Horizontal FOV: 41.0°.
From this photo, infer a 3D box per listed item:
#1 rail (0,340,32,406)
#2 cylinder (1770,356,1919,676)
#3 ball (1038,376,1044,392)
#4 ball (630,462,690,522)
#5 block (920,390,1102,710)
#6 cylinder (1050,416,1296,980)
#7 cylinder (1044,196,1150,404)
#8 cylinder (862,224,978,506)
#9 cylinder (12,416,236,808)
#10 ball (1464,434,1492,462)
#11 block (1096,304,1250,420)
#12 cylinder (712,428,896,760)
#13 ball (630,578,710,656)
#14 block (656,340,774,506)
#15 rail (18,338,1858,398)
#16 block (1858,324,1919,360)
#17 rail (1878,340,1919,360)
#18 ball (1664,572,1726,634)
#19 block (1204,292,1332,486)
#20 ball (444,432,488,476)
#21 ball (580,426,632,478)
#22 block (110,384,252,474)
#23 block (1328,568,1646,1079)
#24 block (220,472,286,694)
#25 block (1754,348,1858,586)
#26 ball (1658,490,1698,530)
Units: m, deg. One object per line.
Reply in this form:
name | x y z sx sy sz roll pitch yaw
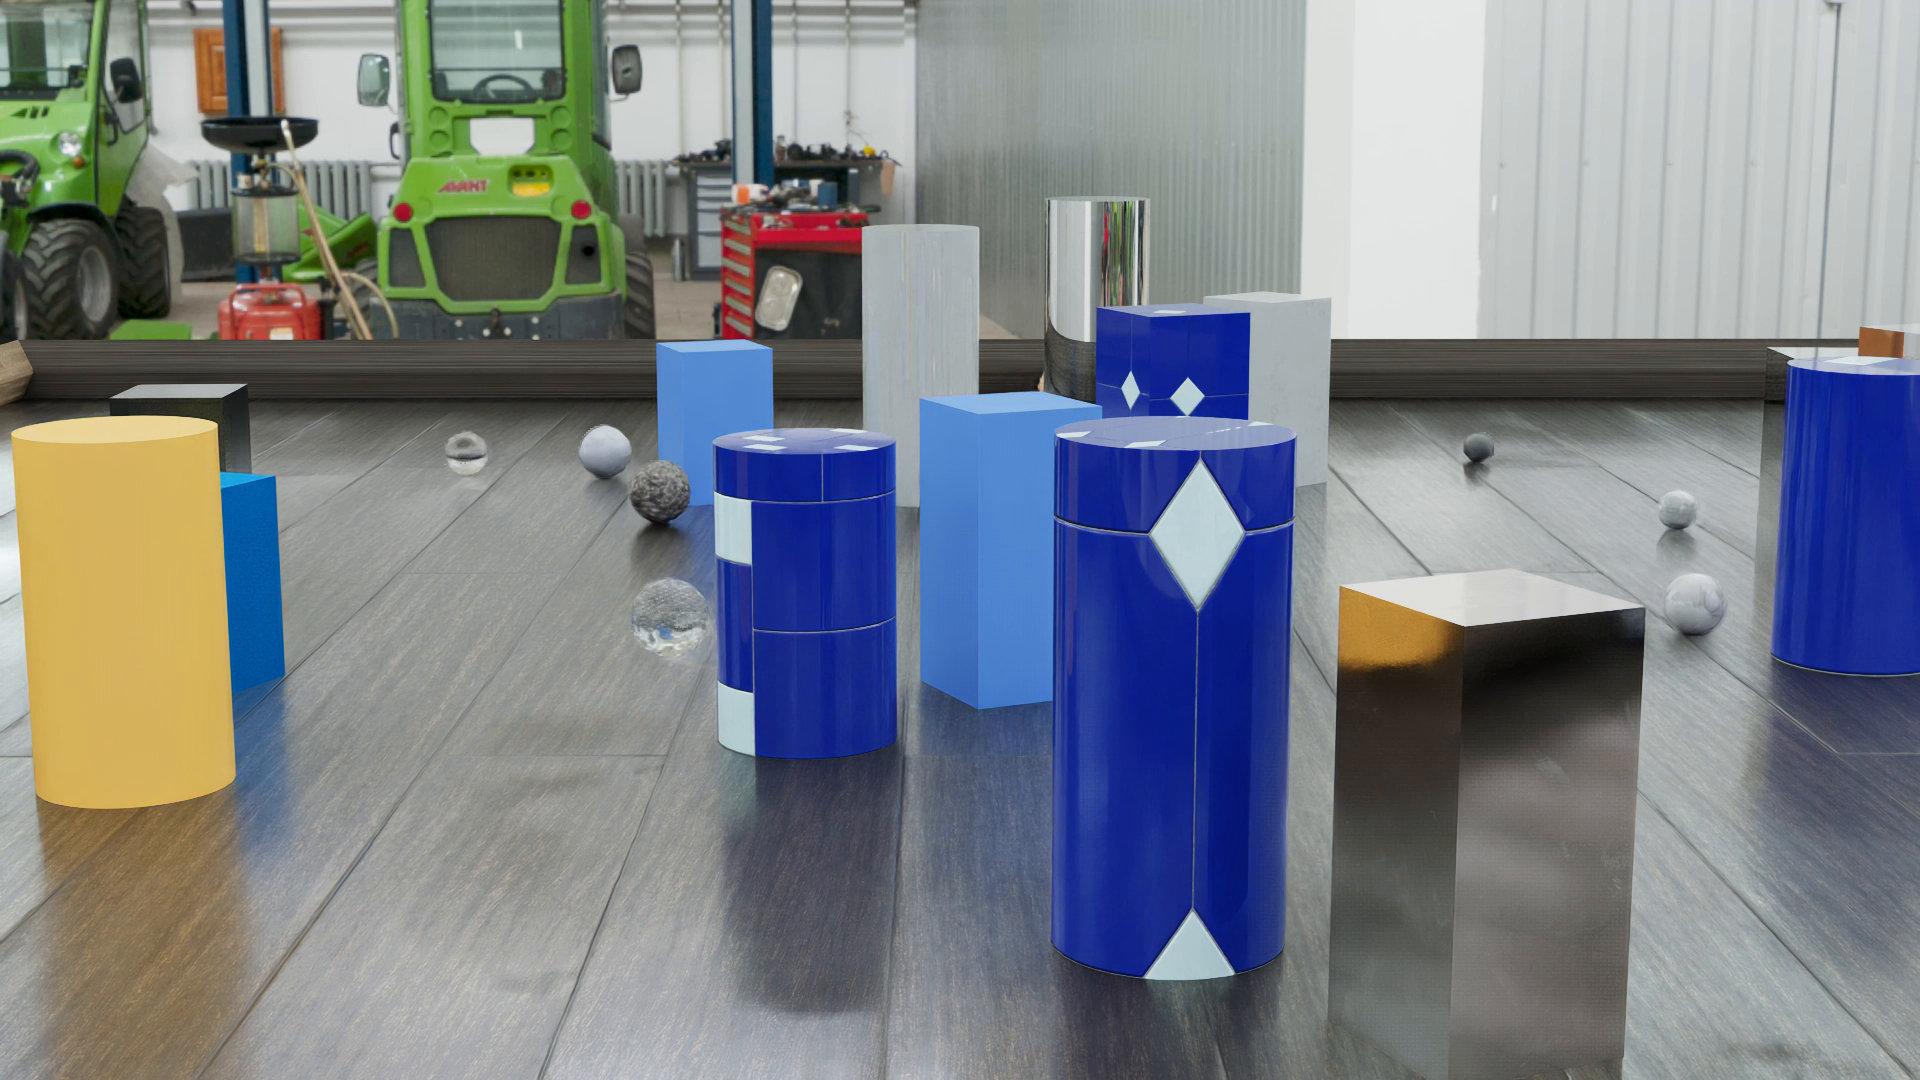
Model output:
rail | -2.041 0.035 3.437 0.045 0.128 4.538 0 10 0
cylinder | 1.111 -0.033 3.159 0.197 0.366 0.197 0 10 0
ball | 0.205 -0.337 5.621 0.066 0.066 0.066 0 10 0
ball | -0.483 -0.077 4.131 0.099 0.099 0.099 0 10 0
block | 0.058 0.007 3.010 0.158 0.341 0.158 -5 12 -25
cylinder | 0.175 0.125 2.126 0.197 0.432 0.197 0 10 0
cylinder | 0.257 -0.404 4.850 0.197 0.479 0.197 0 10 0
cylinder | -0.066 -0.298 4.338 0.197 0.457 0.197 0 10 0
cylinder | -0.848 0.069 2.609 0.197 0.366 0.197 0 10 0
ball | 0.962 -0.172 4.769 0.052 0.052 0.052 0 10 0
block | 0.298 -0.131 3.627 0.158 0.388 0.158 -5 12 -24
cylinder | -0.168 0.054 2.790 0.197 0.328 0.197 0 10 0
ball | -0.361 0.097 3.194 0.098 0.098 0.098 0 10 0
block | -0.417 -0.202 4.367 0.158 0.258 0.158 -4 11 -21
rail | -0.013 -0.376 5.657 4.130 0.128 0.045 0 10 0
block | 1.278 -0.080 3.344 0.158 0.390 0.158 -5 12 -24
rail | 2.041 0.031 3.460 0.045 0.128 4.538 0 10 0
ball | 0.952 0.082 3.322 0.079 0.079 0.079 0 10 0
block | 0.538 -0.264 4.515 0.158 0.327 0.158 -9 14 -41
ball | -0.887 -0.155 4.610 0.077 0.077 0.077 0 10 0
ball | -0.633 -0.157 4.584 0.091 0.091 0.091 0 10 0
block | -1.126 -0.086 3.726 0.158 0.263 0.158 0 11 -3
block | 0.389 0.209 1.915 0.158 0.342 0.158 -5 12 -24
block | -0.919 0.051 3.038 0.158 0.244 0.158 4 11 22
block | 1.230 -0.099 3.618 0.158 0.328 0.158 0 11 2
ball | 1.138 -0.047 4.068 0.063 0.063 0.063 0 10 0
